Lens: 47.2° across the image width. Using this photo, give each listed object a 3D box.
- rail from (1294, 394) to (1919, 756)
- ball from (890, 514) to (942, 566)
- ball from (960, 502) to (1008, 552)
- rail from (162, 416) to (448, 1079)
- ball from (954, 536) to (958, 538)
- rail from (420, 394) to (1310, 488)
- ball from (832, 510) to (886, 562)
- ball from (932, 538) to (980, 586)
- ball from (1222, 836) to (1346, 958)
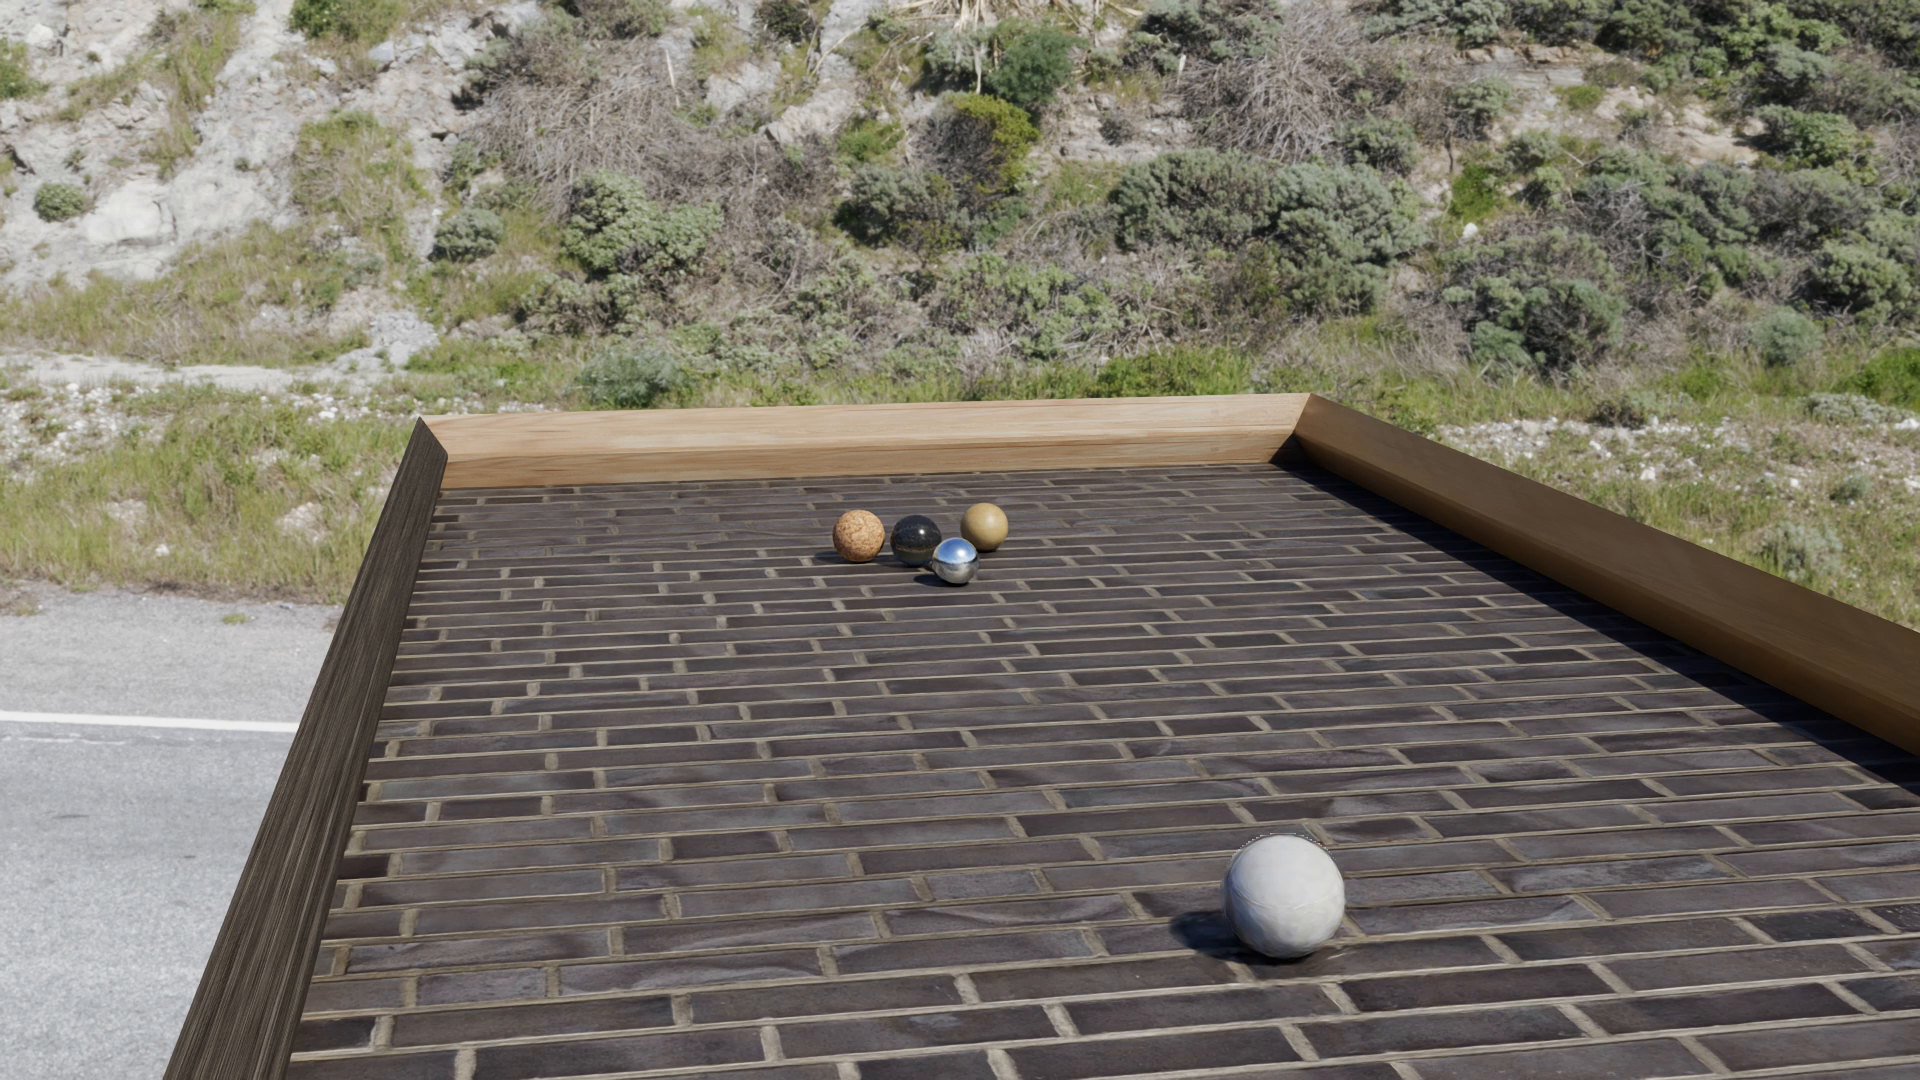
[{"bbox_3d":[0.848,0.088,2.421,0.045,0.118,2.884,-2,12,-10],"label":"rail"},{"bbox_3d":[-0.060,0.000,2.975,0.070,0.070,0.070,0,12,0],"label":"ball"},{"bbox_3d":[0.034,-0.018,3.071,0.068,0.068,0.068,0,12,0],"label":"ball"},{"bbox_3d":[-0.585,0.141,2.161,0.045,0.118,2.884,-2,12,-10],"label":"rail"},{"bbox_3d":[-0.006,0.020,2.934,0.048,0.048,0.048,0,12,0],"label":"ball"},{"bbox_3d":[-0.127,-0.164,3.657,1.504,0.118,0.045,-2,12,-10],"label":"rail"},{"bbox_3d":[-0.138,-0.006,2.999,0.072,0.072,0.072,0,12,0],"label":"ball"},{"bbox_3d":[-0.006,0.028,2.859,0.063,0.063,0.063,0,12,0],"label":"ball"},{"bbox_3d":[0.240,0.264,1.631,0.091,0.091,0.091,0,12,0],"label":"ball"}]
